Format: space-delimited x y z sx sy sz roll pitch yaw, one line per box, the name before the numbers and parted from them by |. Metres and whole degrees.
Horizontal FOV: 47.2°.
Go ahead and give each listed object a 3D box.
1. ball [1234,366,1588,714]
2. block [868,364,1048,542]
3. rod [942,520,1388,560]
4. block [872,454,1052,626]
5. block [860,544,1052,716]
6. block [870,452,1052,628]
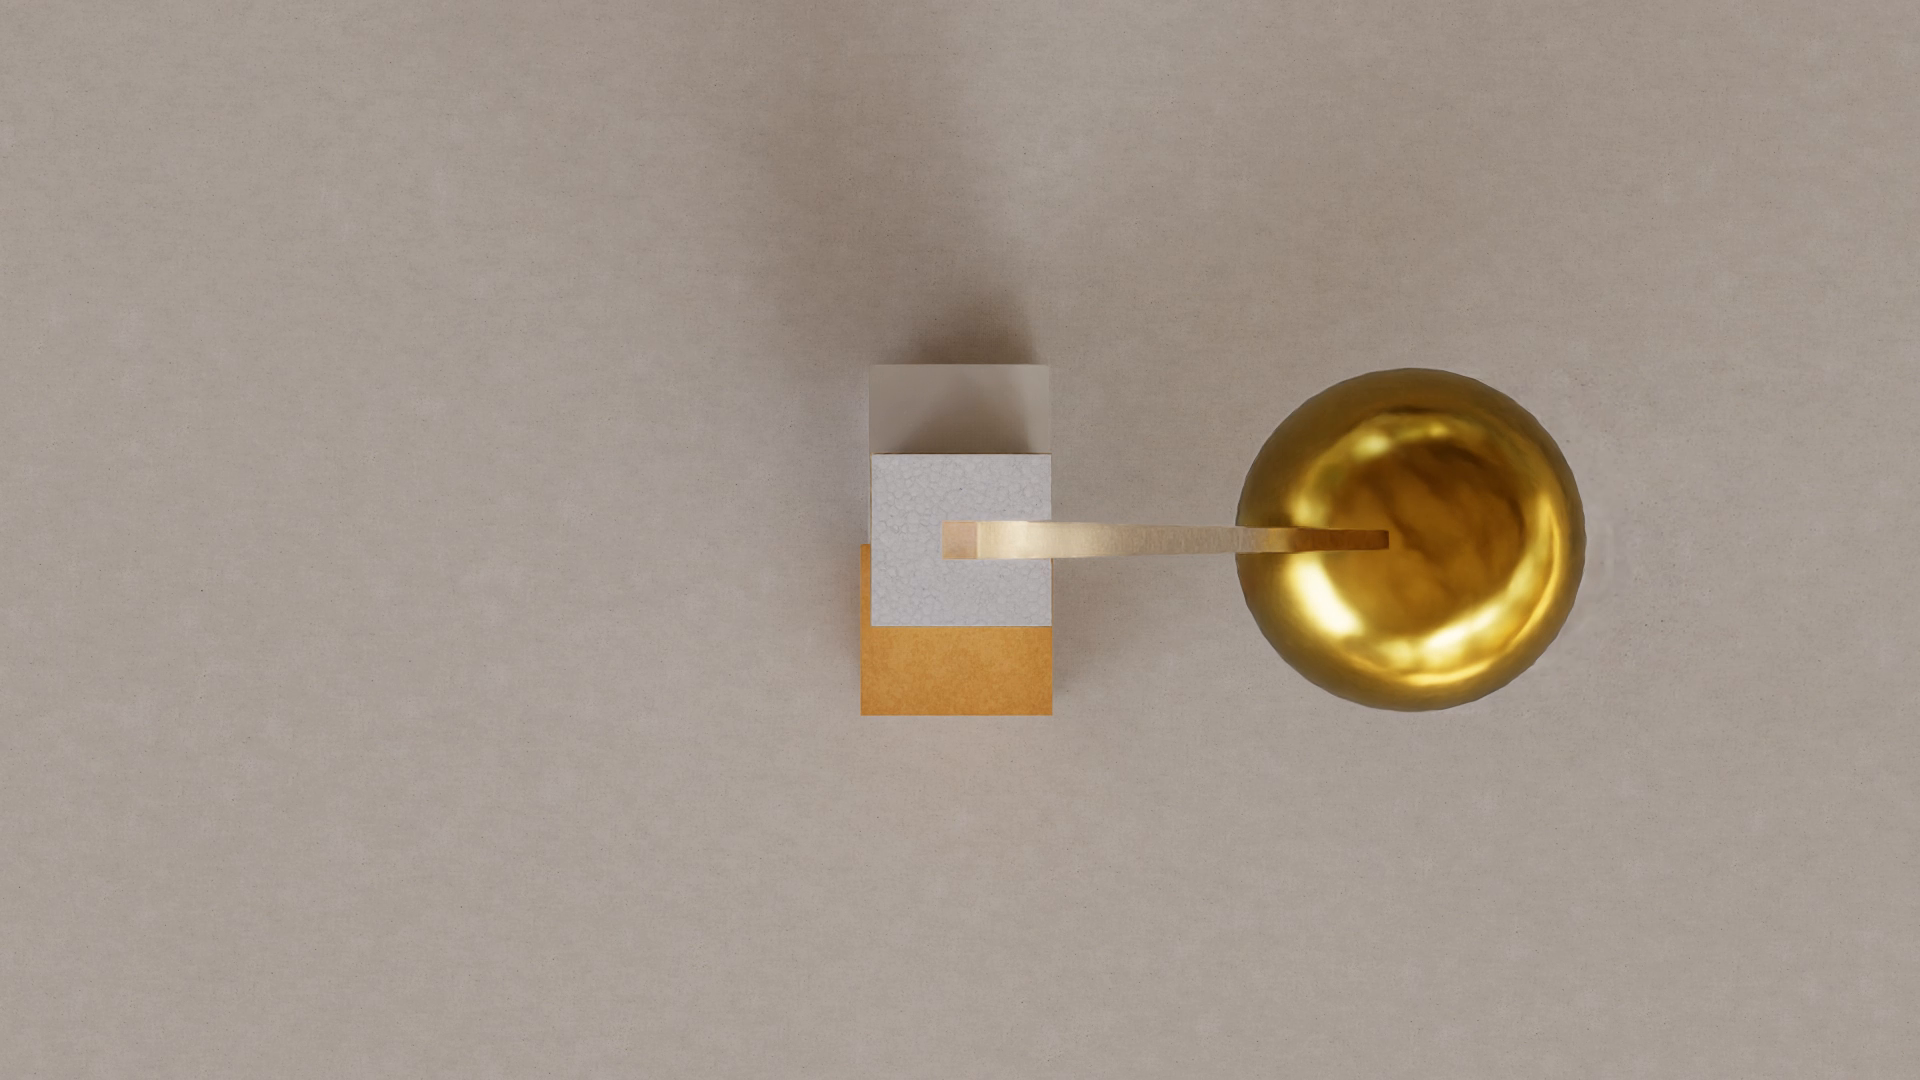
ball | 2.074 0.000 10.190 1.600 1.600 1.600 0 90 0
block | -0.007 -0.477 12.561 0.990 0.878 0.982 0 90 0
rod | 0.899 0.000 6.999 0.080 5.200 0.080 0 90 20
block | 0.007 0.000 9.292 0.730 0.718 0.696 0 90 0
block | -0.019 0.496 12.565 1.058 0.869 0.944 0 90 0
block | 0.004 0.000 10.022 0.798 0.743 0.765 0 90 0
